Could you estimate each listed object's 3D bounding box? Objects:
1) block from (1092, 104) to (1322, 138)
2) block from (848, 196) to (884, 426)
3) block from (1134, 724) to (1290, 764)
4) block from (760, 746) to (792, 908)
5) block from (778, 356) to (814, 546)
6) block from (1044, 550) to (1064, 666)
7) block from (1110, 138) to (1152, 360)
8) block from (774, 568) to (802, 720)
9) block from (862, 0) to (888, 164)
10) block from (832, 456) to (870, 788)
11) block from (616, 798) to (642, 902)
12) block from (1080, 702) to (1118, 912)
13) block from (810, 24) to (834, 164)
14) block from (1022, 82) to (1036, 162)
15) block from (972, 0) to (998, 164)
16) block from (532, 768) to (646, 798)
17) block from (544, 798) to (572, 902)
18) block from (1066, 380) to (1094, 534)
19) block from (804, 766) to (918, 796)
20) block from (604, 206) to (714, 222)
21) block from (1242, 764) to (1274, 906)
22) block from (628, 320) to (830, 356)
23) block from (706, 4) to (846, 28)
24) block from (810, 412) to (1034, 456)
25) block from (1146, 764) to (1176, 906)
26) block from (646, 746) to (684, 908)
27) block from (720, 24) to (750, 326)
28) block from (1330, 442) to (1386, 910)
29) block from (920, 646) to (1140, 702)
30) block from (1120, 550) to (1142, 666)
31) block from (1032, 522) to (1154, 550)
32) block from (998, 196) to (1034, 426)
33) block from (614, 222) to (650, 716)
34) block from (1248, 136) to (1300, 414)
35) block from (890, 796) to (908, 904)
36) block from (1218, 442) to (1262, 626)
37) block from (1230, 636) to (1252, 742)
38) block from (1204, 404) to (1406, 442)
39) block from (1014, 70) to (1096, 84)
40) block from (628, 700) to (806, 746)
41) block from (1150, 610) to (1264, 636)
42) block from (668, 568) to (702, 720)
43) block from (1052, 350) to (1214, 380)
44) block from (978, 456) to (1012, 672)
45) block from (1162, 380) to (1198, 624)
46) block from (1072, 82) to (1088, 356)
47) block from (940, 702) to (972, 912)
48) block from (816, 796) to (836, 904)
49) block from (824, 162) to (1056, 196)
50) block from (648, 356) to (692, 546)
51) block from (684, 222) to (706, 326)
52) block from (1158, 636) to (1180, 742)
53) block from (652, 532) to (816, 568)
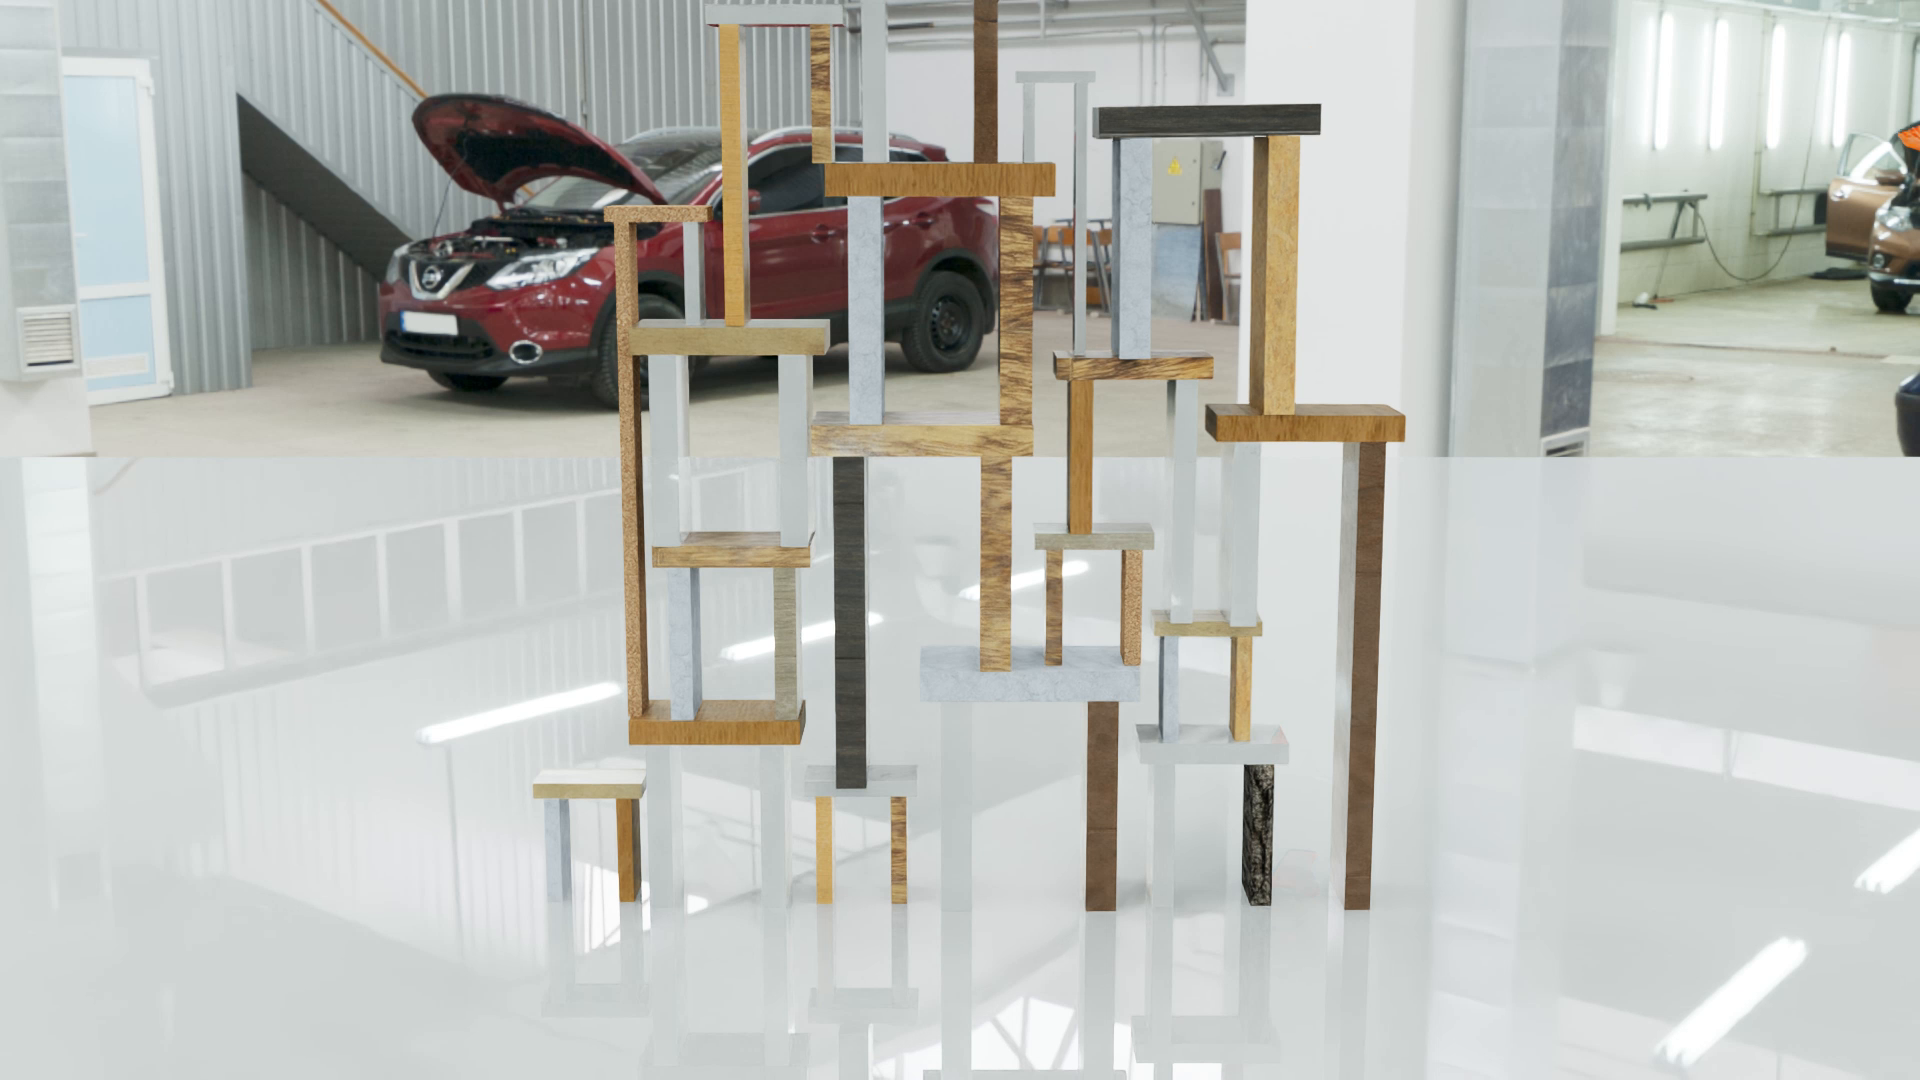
[{"bbox_3d":[0.382,-0.655,3.440,0.339,0.048,0.170,-1,11,0],"label":"block"},{"bbox_3d":[-0.148,-0.369,3.489,0.050,0.353,0.176,0,11,0],"label":"block"},{"bbox_3d":[0.413,0.336,3.622,0.241,0.034,0.121,0,11,1],"label":"block"},{"bbox_3d":[-0.304,0.454,3.643,0.039,0.276,0.138,0,11,0],"label":"block"},{"bbox_3d":[-0.262,-0.153,3.532,0.043,0.304,0.152,0,11,0],"label":"block"},{"bbox_3d":[0.151,0.101,3.575,0.027,0.191,0.095,0,11,0],"label":"block"},{"bbox_3d":[0.270,-0.464,3.476,0.048,0.339,0.170,-1,10,-1],"label":"block"},{"bbox_3d":[-0.280,0.156,3.586,0.036,0.252,0.126,0,11,0],"label":"block"},{"bbox_3d":[-0.132,-0.718,3.424,0.036,0.257,0.128,0,11,0],"label":"block"},{"bbox_3d":[-0.176,0.119,3.577,0.049,0.541,0.174,0,11,0],"label":"block"},{"bbox_3d":[-0.550,0.502,3.657,0.025,0.177,0.089,0,11,0],"label":"block"},{"bbox_3d":[0.229,0.416,3.640,0.050,0.353,0.176,0,11,0],"label":"block"},{"bbox_3d":[-0.214,-0.696,3.432,0.030,0.210,0.105,0,11,0],"label":"block"},{"bbox_3d":[0.107,-0.652,3.438,0.017,0.122,0.061,0,11,0],"label":"block"},{"bbox_3d":[0.039,-0.718,3.425,0.036,0.257,0.128,0,11,0],"label":"block"},{"bbox_3d":[-0.609,0.403,3.638,0.177,0.025,0.089,0,11,0],"label":"block"},{"bbox_3d":[-0.669,0.502,3.657,0.025,0.177,0.089,0,11,0],"label":"block"},{"bbox_3d":[0.192,-0.141,3.532,0.035,0.246,0.123,0,11,0],"label":"block"},{"bbox_3d":[-0.162,0.397,3.630,0.184,0.026,0.092,0,11,0],"label":"block"},{"bbox_3d":[-0.474,-0.514,3.463,0.161,0.023,0.081,0,11,1],"label":"block"},{"bbox_3d":[0.494,0.471,3.648,0.034,0.241,0.121,0,11,0],"label":"block"},{"bbox_3d":[-0.363,-0.323,3.500,0.304,0.043,0.152,0,11,0],"label":"block"},{"bbox_3d":[-0.284,-0.813,3.411,0.210,0.030,0.105,0,11,0],"label":"block"},{"bbox_3d":[-0.060,-0.171,3.523,0.347,0.049,0.174,0,11,0],"label":"block"},{"bbox_3d":[0.333,0.471,3.648,0.034,0.241,0.121,0,11,0],"label":"block"},{"bbox_3d":[-0.488,0.454,3.643,0.039,0.276,0.138,0,11,0],"label":"block"},{"bbox_3d":[-0.353,-0.572,3.457,0.030,0.461,0.105,0,11,0],"label":"block"},{"bbox_3d":[0.648,0.212,3.595,0.042,0.771,0.148,0,11,0],"label":"block"},{"bbox_3d":[0.112,0.218,3.603,0.353,0.050,0.176,0,11,0],"label":"block"},{"bbox_3d":[0.278,0.101,3.575,0.027,0.191,0.095,0,11,0],"label":"block"},{"bbox_3d":[0.215,-0.006,3.555,0.191,0.027,0.095,0,11,0],"label":"block"},{"bbox_3d":[0.087,-0.369,3.491,0.050,0.353,0.176,0,11,0],"label":"block"},{"bbox_3d":[-0.528,-0.111,3.538,0.023,0.796,0.081,0,11,0],"label":"block"},{"bbox_3d":[0.496,-0.421,3.480,0.048,0.428,0.170,0,10,-1],"label":"block"},{"bbox_3d":[-0.100,0.500,3.649,0.026,0.184,0.092,0,11,0],"label":"block"},{"bbox_3d":[0.450,-0.021,3.545,0.042,0.296,0.148,0,11,-1],"label":"block"},{"bbox_3d":[0.460,0.234,3.602,0.025,0.175,0.087,0,11,1],"label":"block"},{"bbox_3d":[0.549,-0.188,3.517,0.296,0.042,0.148,0,11,-1],"label":"block"},{"bbox_3d":[0.147,-0.721,3.426,0.122,0.017,0.061,0,11,-1],"label":"block"},{"bbox_3d":[-0.396,0.299,3.615,0.276,0.039,0.138,0,11,0],"label":"block"},{"bbox_3d":[0.400,0.135,3.583,0.175,0.025,0.087,0,10,0],"label":"block"},{"bbox_3d":[-0.448,0.156,3.586,0.036,0.252,0.126,0,11,0],"label":"block"},{"bbox_3d":[0.274,-0.279,3.508,0.246,0.035,0.123,0,10,-1],"label":"block"},{"bbox_3d":[0.057,0.024,3.560,0.049,0.347,0.174,0,11,0],"label":"block"},{"bbox_3d":[0.354,-0.070,3.548,0.035,0.392,0.123,0,10,-1],"label":"block"},{"bbox_3d":[0.189,-0.505,3.468,0.017,0.423,0.061,0,11,-1],"label":"block"},{"bbox_3d":[-0.006,0.416,3.640,0.050,0.353,0.176,0,11,0],"label":"block"},{"bbox_3d":[-0.223,0.500,3.649,0.026,0.184,0.092,0,11,0],"label":"block"},{"bbox_3d":[-0.031,-0.567,3.452,0.353,0.050,0.176,0,11,0],"label":"block"},{"bbox_3d":[-0.465,-0.153,3.532,0.043,0.304,0.152,0,11,0],"label":"block"},{"bbox_3d":[-0.420,-0.423,3.479,0.023,0.161,0.081,0,11,0],"label":"block"},{"bbox_3d":[0.342,0.233,3.603,0.025,0.175,0.087,-1,11,1],"label":"block"},{"bbox_3d":[-0.364,0.015,3.559,0.252,0.036,0.126,0,11,0],"label":"block"}]
